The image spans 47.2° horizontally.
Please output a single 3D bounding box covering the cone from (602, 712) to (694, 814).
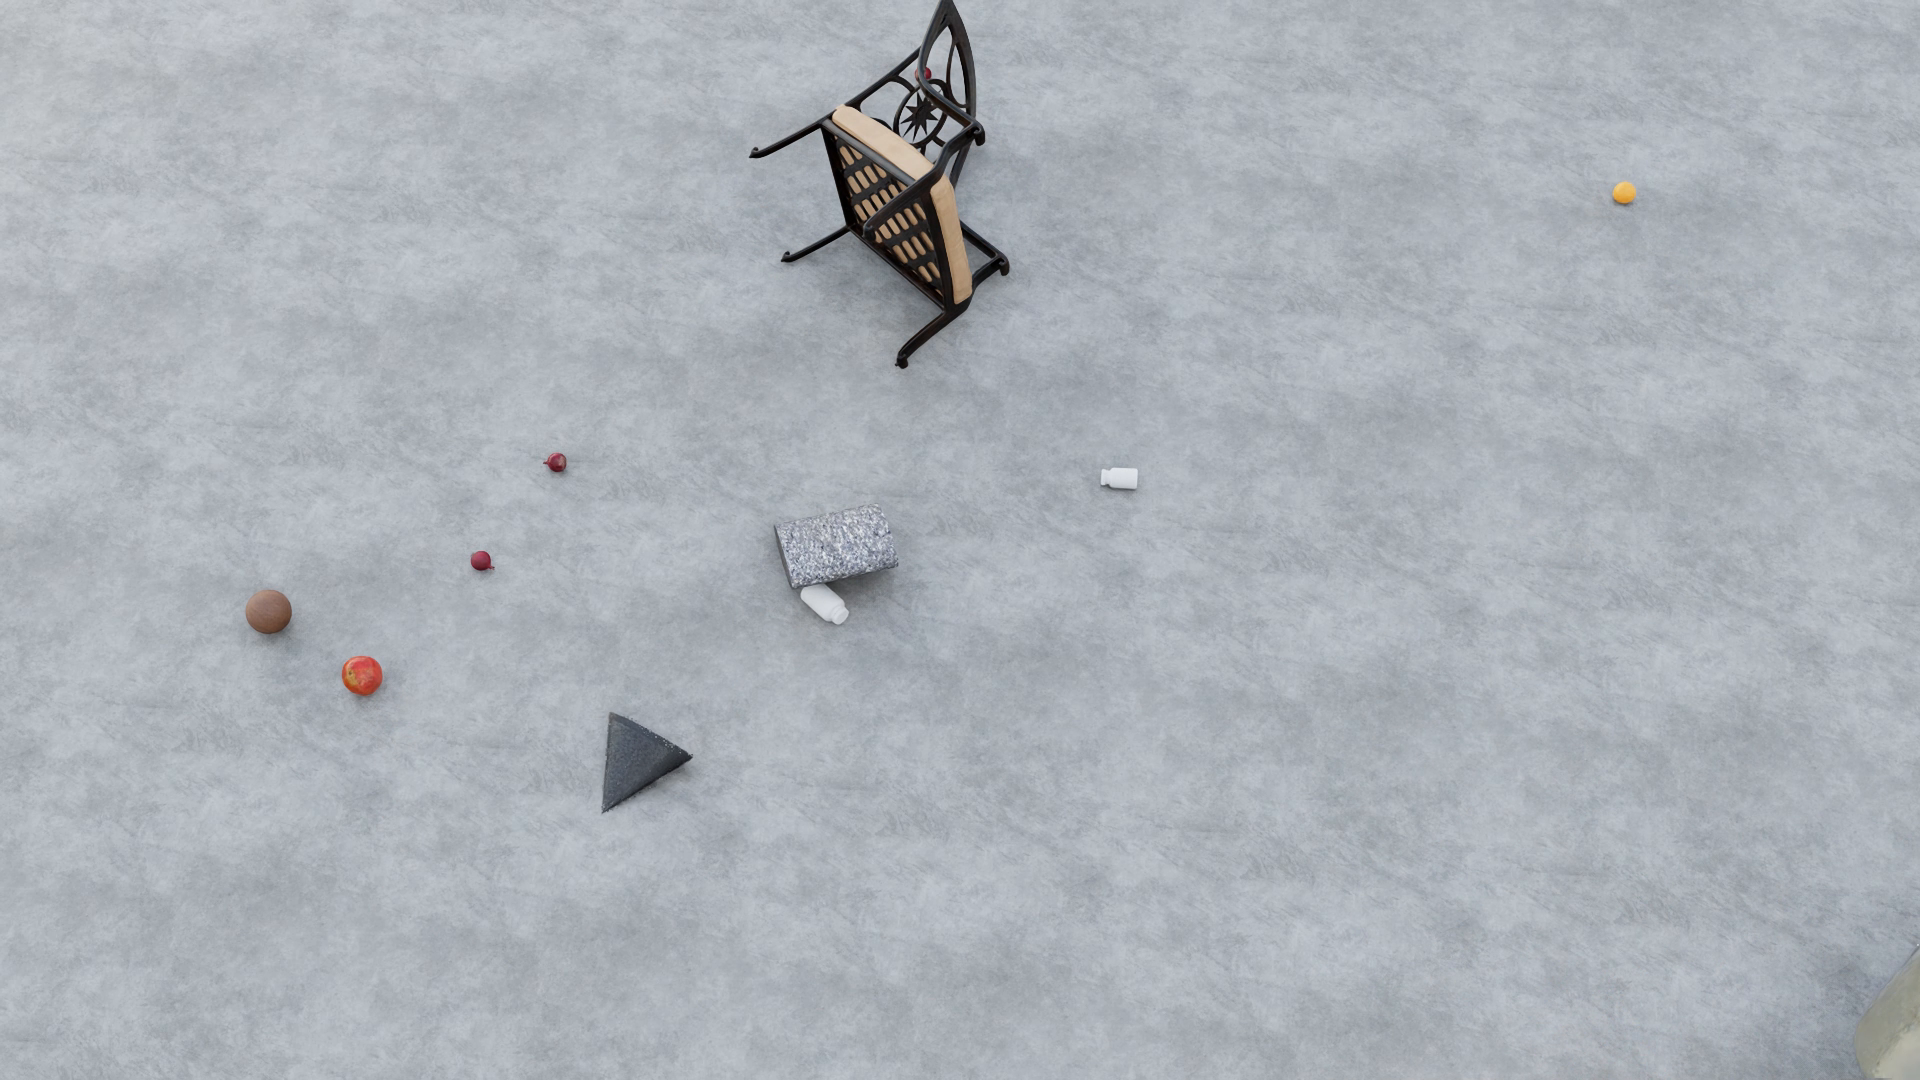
[{"bbox_3d":[-0.926,0.650,6.104,0.286,0.115,0.258,25,72,19],"label":"cone"}]

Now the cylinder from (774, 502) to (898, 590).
[{"bbox_3d":[-0.366,0.016,6.452,0.314,0.133,0.319,-12,31,-8],"label":"cylinder"}]
